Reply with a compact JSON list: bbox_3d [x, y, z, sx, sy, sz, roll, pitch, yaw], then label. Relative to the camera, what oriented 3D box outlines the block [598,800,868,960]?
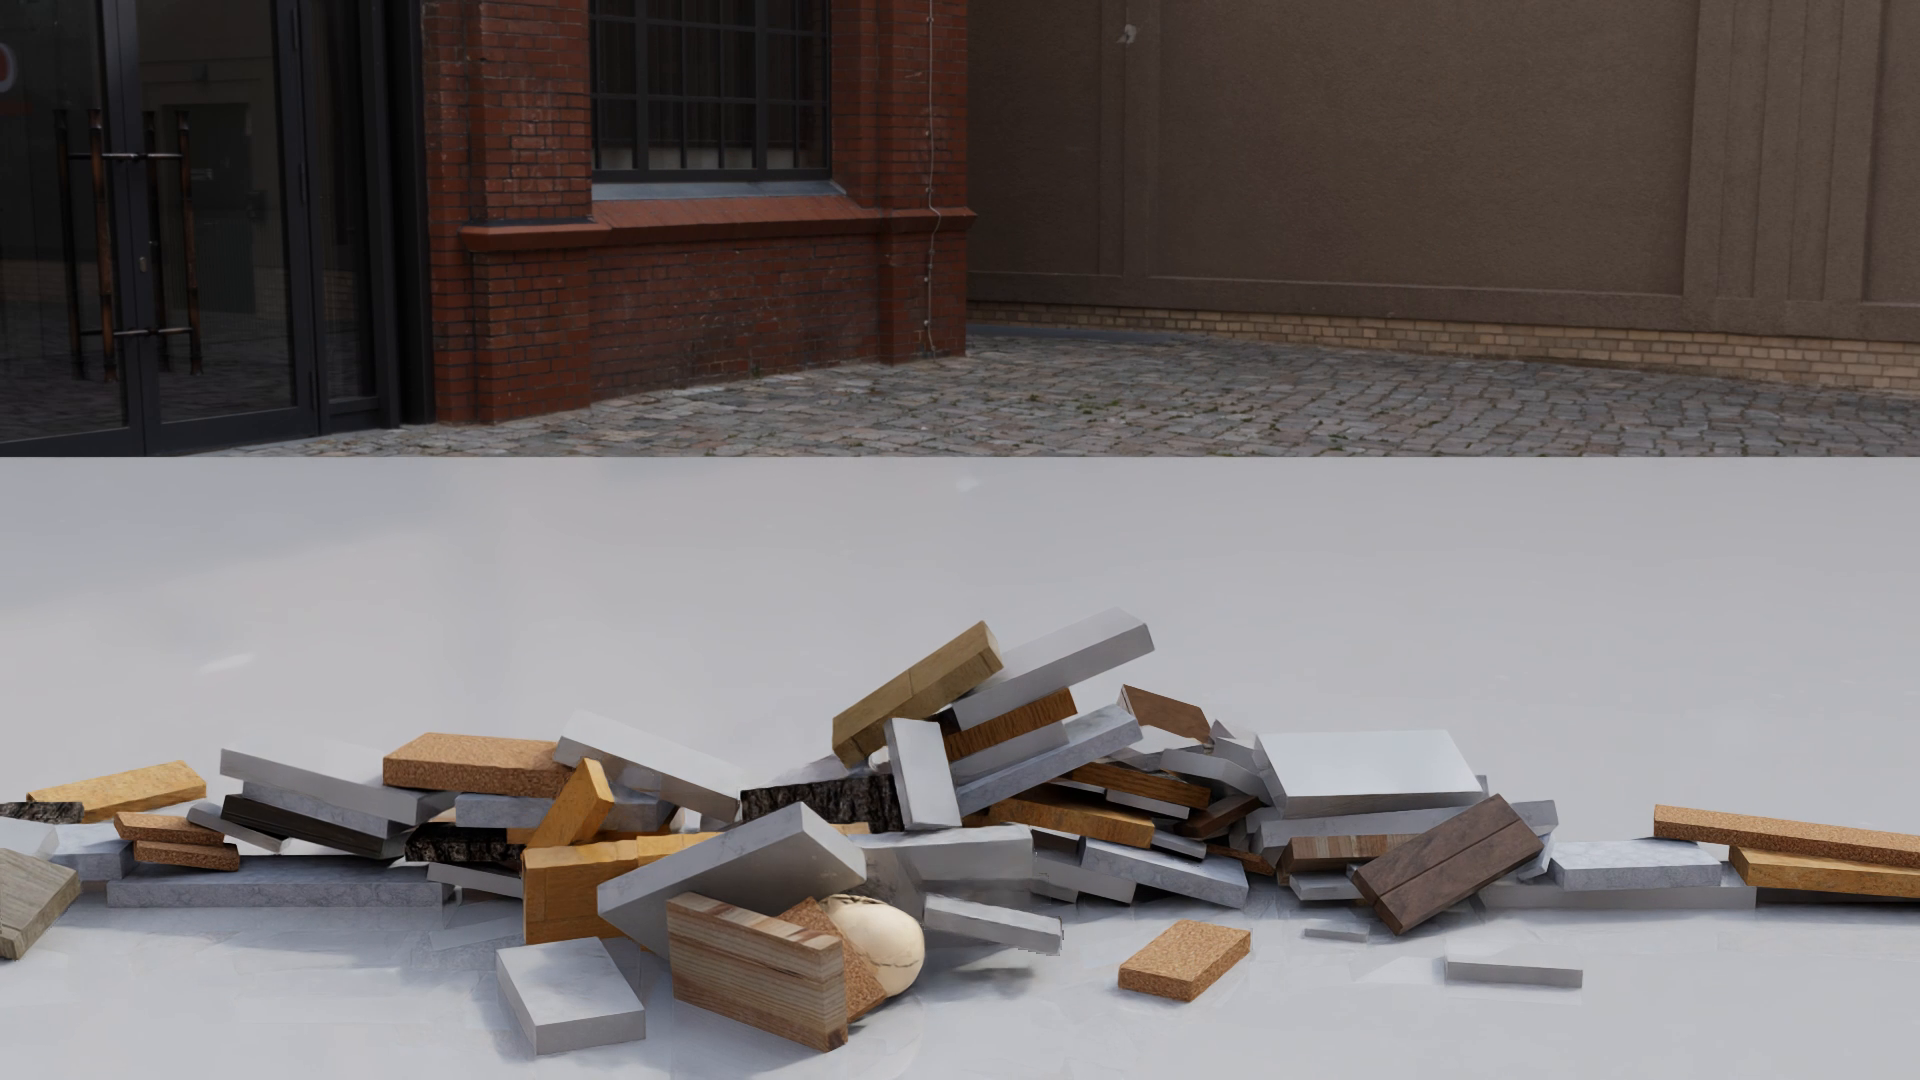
[{"bbox_3d":[-0.339,0.510,3.269,0.358,0.051,0.179,-24,-42,18],"label":"block"}]

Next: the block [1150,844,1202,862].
[{"bbox_3d":[0.359,0.514,3.672,0.092,0.013,0.046,15,11,0],"label":"block"}]

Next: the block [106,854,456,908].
[{"bbox_3d":[-1.123,0.569,3.671,0.547,0.041,0.145,0,11,0],"label":"block"}]

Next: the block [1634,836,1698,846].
[{"bbox_3d":[1.163,0.533,3.804,0.196,0.028,0.098,-4,-12,-21],"label":"block"}]

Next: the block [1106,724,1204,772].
[{"bbox_3d":[0.354,0.391,4.140,0.117,0.033,0.233,-8,7,-20],"label":"block"}]

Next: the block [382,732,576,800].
[{"bbox_3d":[-0.764,0.372,3.631,0.328,0.046,0.164,3,11,12],"label":"block"}]

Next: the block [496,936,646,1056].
[{"bbox_3d":[-0.568,0.657,3.190,0.153,0.043,0.307,-4,11,-21],"label":"block"}]

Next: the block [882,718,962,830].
[{"bbox_3d":[-0.060,0.370,3.459,0.092,0.184,0.026,10,-37,-34],"label":"block"}]

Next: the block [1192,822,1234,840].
[{"bbox_3d":[0.456,0.500,3.853,0.140,0.020,0.070,-14,-22,1],"label":"block"}]

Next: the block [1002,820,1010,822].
[{"bbox_3d":[0.057,0.497,4.092,0.207,0.029,0.103,-7,13,-35],"label":"block"}]

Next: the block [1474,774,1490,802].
[{"bbox_3d":[0.756,0.457,3.866,0.304,0.043,0.152,-1,-19,-9],"label":"block"}]

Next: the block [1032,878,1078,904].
[{"bbox_3d":[0.094,0.549,3.670,0.208,0.029,0.104,15,11,-1],"label":"block"}]

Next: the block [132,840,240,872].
[{"bbox_3d":[-1.287,0.518,3.657,0.163,0.023,0.081,11,5,-24],"label":"block"}]

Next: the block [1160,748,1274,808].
[{"bbox_3d":[0.471,0.423,3.802,0.130,0.037,0.260,7,-16,42],"label":"block"}]

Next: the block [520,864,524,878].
[{"bbox_3d":[-0.609,0.550,3.666,0.225,0.032,0.113,12,10,-4],"label":"block"}]

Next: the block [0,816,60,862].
[{"bbox_3d":[-1.652,0.511,3.563,0.319,0.045,0.160,7,38,6],"label":"block"}]

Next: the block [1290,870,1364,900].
[{"bbox_3d":[0.625,0.567,3.617,0.151,0.021,0.076,-1,11,-6],"label":"block"}]

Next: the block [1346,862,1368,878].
[{"bbox_3d":[0.717,0.550,3.596,0.151,0.021,0.076,1,10,-9],"label":"block"}]

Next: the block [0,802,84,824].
[{"bbox_3d":[-1.687,0.511,3.932,0.207,0.029,0.103,-1,28,-5],"label":"block"}]

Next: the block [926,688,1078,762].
[{"bbox_3d":[0.038,0.302,3.651,0.299,0.042,0.149,-21,12,-2],"label":"block"}]

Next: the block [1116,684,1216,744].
[{"bbox_3d":[0.424,0.385,4.500,0.174,0.049,0.347,17,10,-4],"label":"block"}]

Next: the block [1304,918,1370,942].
[{"bbox_3d":[0.598,0.618,3.482,0.095,0.014,0.048,3,11,17],"label":"block"}]

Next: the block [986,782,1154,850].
[{"bbox_3d":[0.179,0.451,3.685,0.275,0.039,0.137,12,10,-6],"label":"block"}]

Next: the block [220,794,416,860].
[{"bbox_3d":[-1.082,0.482,3.724,0.290,0.041,0.145,12,-1,10],"label":"block"}]

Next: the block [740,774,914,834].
[{"bbox_3d":[-0.190,0.462,3.524,0.307,0.153,0.043,-6,-8,2],"label":"block"}]

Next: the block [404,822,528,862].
[{"bbox_3d":[-0.792,0.499,3.643,0.225,0.032,0.113,0,10,1],"label":"block"}]

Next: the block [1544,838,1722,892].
[{"bbox_3d":[1.105,0.537,3.643,0.266,0.038,0.133,-1,11,-6],"label":"block"}]

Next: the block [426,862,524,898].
[{"bbox_3d":[-0.761,0.553,3.657,0.225,0.032,0.113,12,10,-2],"label":"block"}]

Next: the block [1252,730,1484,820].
[{"bbox_3d":[0.693,0.399,3.752,0.348,0.049,0.174,0,31,-12],"label":"block"}]

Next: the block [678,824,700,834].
[{"bbox_3d":[-0.364,0.537,3.651,0.267,0.038,0.134,15,10,-5],"label":"block"}]

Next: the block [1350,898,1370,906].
[{"bbox_3d":[0.722,0.582,3.654,0.151,0.021,0.076,-1,11,-6],"label":"block"}]

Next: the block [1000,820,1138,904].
[{"bbox_3d":[0.154,0.530,3.661,0.275,0.039,0.137,15,11,-1],"label":"block"}]

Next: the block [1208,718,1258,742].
[{"bbox_3d":[0.591,0.425,4.314,0.137,0.039,0.274,20,8,-12],"label":"block"}]

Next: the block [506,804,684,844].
[{"bbox_3d":[-0.599,0.465,3.630,0.267,0.038,0.134,1,10,3],"label":"block"}]

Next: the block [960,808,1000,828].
[{"bbox_3d":[-0.042,0.455,3.673,0.208,0.029,0.104,2,11,-3],"label":"block"}]

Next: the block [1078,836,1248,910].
[{"bbox_3d":[0.336,0.539,3.654,0.274,0.039,0.137,15,11,-1],"label":"block"}]

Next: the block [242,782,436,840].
[{"bbox_3d":[-1.043,0.430,3.707,0.290,0.041,0.145,12,12,19],"label":"block"}]

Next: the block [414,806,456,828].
[{"bbox_3d":[-0.921,0.513,3.953,0.330,0.047,0.165,2,11,9],"label":"block"}]
